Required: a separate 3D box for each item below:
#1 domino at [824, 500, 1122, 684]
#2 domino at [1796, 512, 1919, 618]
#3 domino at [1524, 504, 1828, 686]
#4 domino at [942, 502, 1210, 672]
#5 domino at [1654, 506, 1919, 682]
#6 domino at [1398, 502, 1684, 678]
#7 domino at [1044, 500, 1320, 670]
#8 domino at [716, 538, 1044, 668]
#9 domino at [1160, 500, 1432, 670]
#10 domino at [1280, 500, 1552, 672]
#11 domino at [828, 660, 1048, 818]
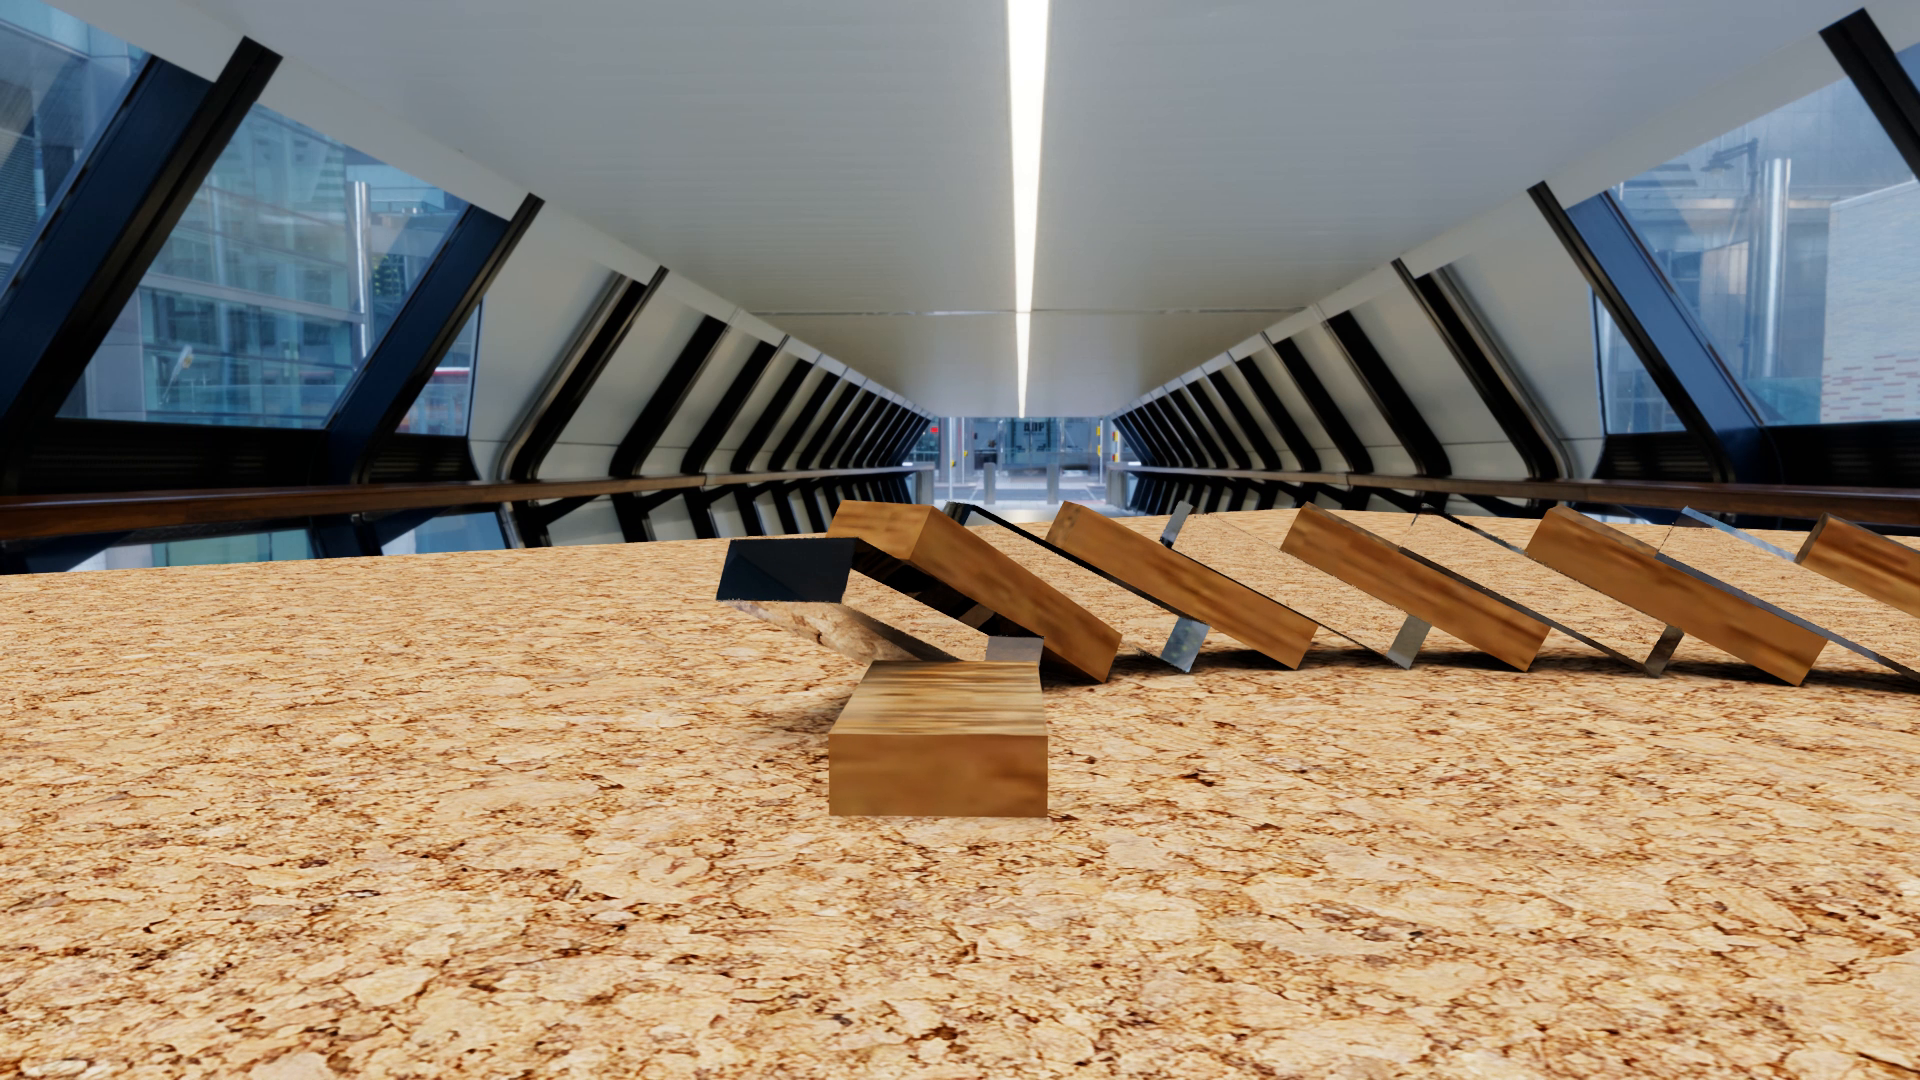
[{"bbox_3d":[0.003,0.009,0.224,0.050,0.010,0.025,34,-18,-36],"label":"domino"},{"bbox_3d":[0.174,0.011,0.222,0.050,0.009,0.025,31,19,26],"label":"domino"},{"bbox_3d":[0.135,0.009,0.245,0.050,0.009,0.025,31,18,25],"label":"domino"},{"bbox_3d":[0.020,0.008,0.243,0.050,0.009,0.025,27,-3,-12],"label":"domino"},{"bbox_3d":[0.155,0.010,0.235,0.050,0.010,0.025,31,19,26],"label":"domino"},{"bbox_3d":[0.111,0.009,0.250,0.050,0.010,0.025,28,13,16],"label":"domino"},{"bbox_3d":[0.042,0.008,0.251,0.050,0.009,0.025,27,2,-5],"label":"domino"},{"bbox_3d":[-0.011,0.013,0.201,0.025,0.010,0.050,-1,-20,37],"label":"domino"},{"bbox_3d":[0.065,0.008,0.254,0.050,0.009,0.025,27,6,2],"label":"domino"},{"bbox_3d":[0.089,0.008,0.255,0.050,0.010,0.025,28,11,13],"label":"domino"},{"bbox_3d":[-0.002,0.025,0.171,0.025,0.010,0.050,0,4,2],"label":"domino"}]
